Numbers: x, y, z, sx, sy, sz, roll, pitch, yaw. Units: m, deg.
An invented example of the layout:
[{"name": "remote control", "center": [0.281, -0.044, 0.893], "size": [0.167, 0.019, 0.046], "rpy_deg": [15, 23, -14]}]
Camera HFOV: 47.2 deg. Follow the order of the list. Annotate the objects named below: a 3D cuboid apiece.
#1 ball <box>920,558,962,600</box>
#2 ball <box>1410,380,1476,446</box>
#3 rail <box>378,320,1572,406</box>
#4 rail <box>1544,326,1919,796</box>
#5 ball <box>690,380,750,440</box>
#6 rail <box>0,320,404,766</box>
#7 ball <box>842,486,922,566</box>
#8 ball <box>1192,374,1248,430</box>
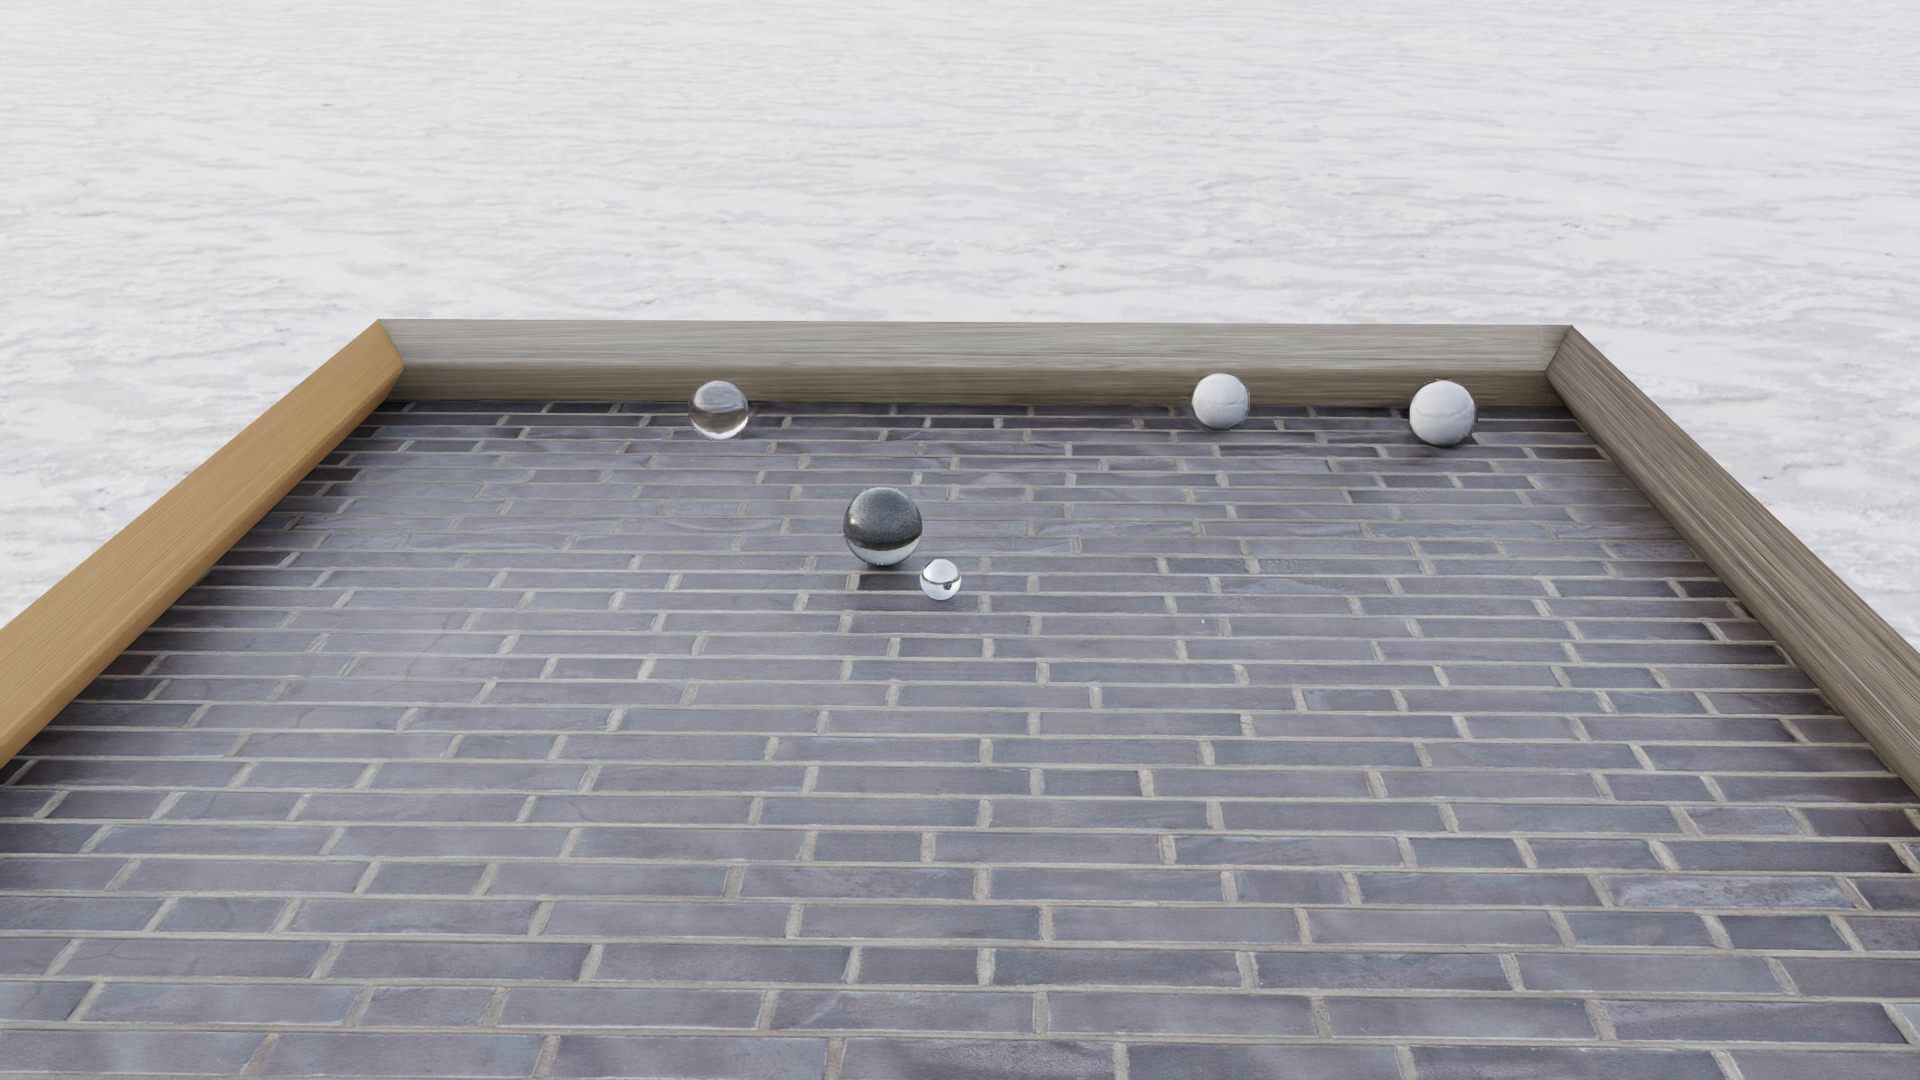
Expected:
[{"name": "ball", "center": [-0.022, 0.044, 2.443], "size": [0.046, 0.046, 0.046], "rpy_deg": [0, 19, 0]}, {"name": "ball", "center": [0.662, -0.173, 3.017], "size": [0.090, 0.090, 0.090], "rpy_deg": [0, 19, 0]}, {"name": "rail", "center": [0.016, -0.253, 3.203], "size": [1.744, 0.120, 0.045], "rpy_deg": [0, 19, 1]}, {"name": "rail", "center": [0.831, 0.225, 1.788], "size": [0.045, 0.120, 2.998], "rpy_deg": [0, 19, 1]}, {"name": "ball", "center": [-0.334, -0.181, 3.051], "size": [0.082, 0.082, 0.082], "rpy_deg": [0, 19, 0]}, {"name": "rail", "center": [-0.865, 0.213, 1.824], "size": [0.045, 0.120, 2.998], "rpy_deg": [0, 19, 1]}, {"name": "ball", "center": [-0.090, -0.016, 2.546], "size": [0.093, 0.093, 0.093], "rpy_deg": [0, 19, 0]}, {"name": "ball", "center": [0.367, -0.196, 3.100], "size": [0.079, 0.079, 0.079], "rpy_deg": [0, 19, 0]}]
